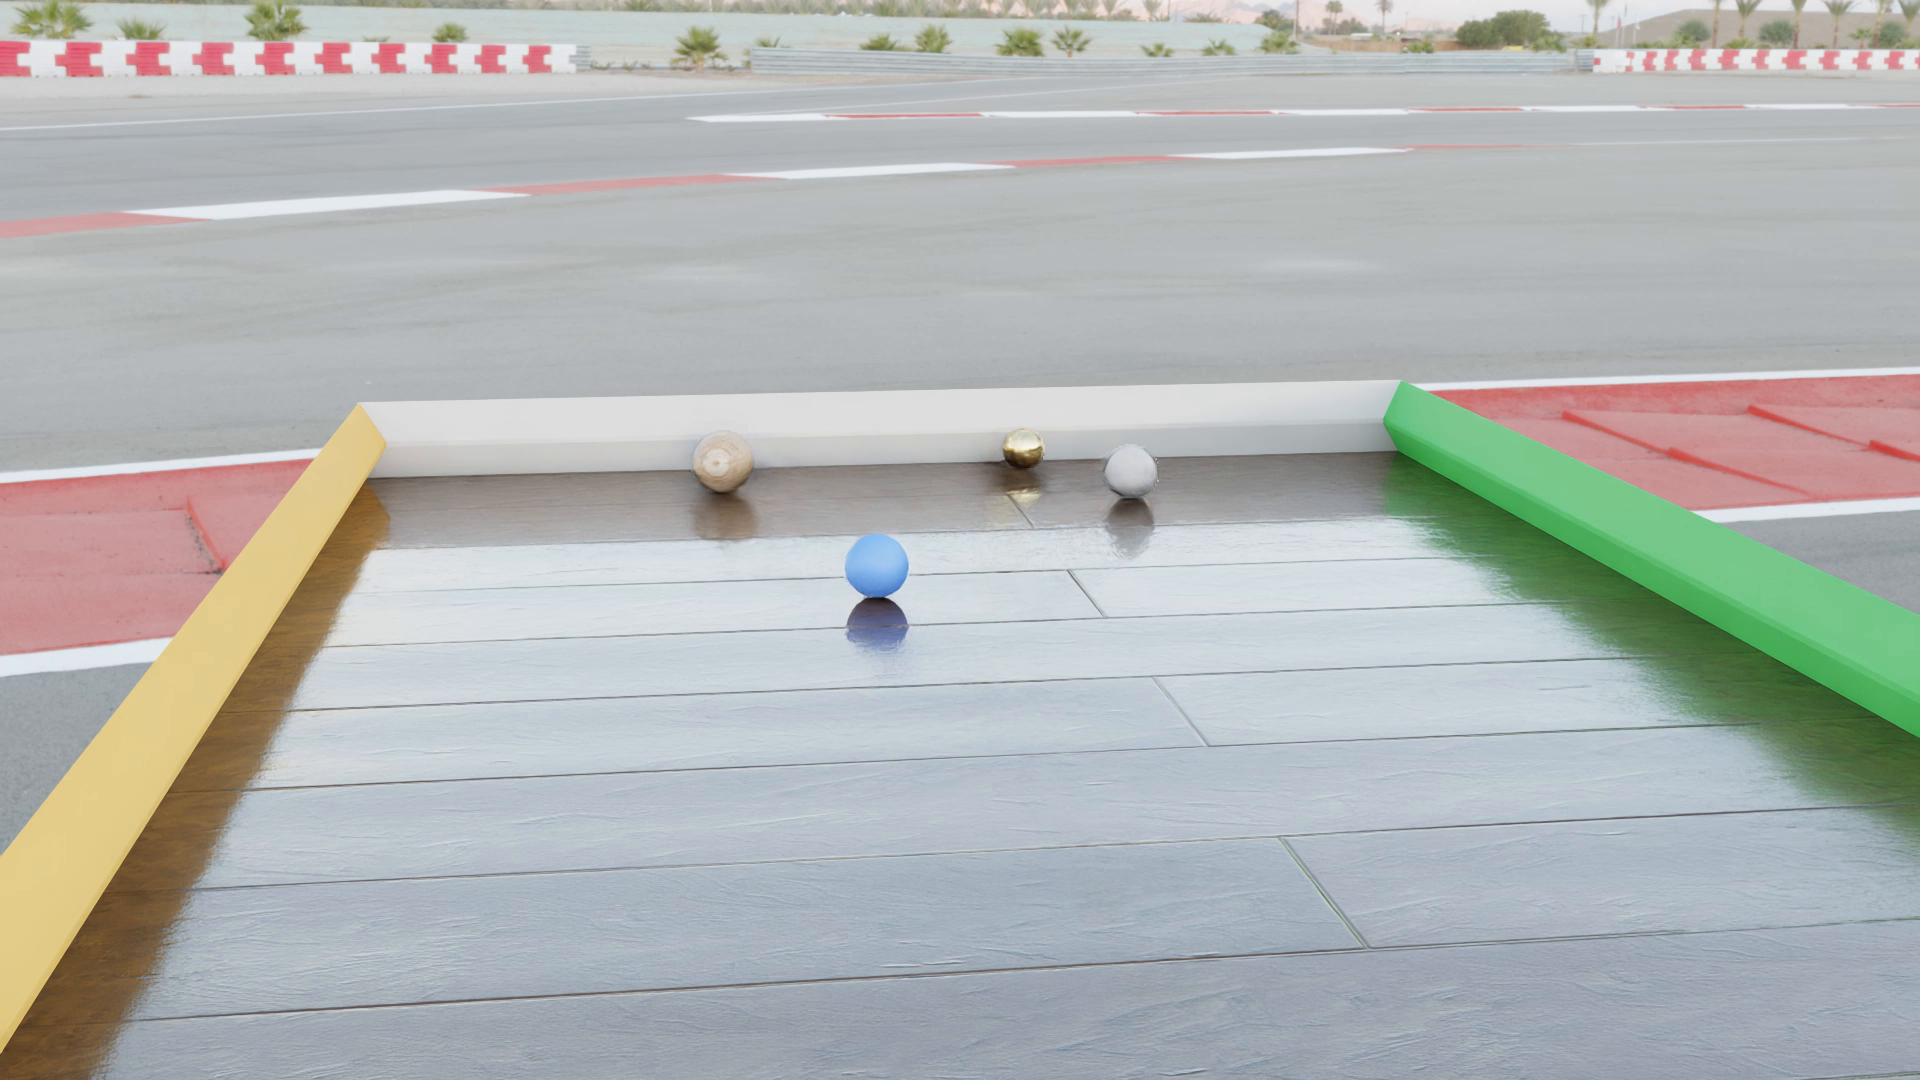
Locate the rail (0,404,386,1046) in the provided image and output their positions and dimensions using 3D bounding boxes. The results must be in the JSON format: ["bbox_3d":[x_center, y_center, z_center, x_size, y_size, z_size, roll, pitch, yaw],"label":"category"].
[{"bbox_3d":[-0.723,0.174,2.040,0.045,0.120,3.018,-2,13,-8],"label":"rail"}]

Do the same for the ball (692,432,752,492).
[{"bbox_3d":[-0.365,-0.120,3.388,0.092,0.092,0.092,0,13,0],"label":"ball"}]

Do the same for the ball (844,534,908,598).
[{"bbox_3d":[-0.105,0.033,2.749,0.080,0.080,0.080,0,13,0],"label":"ball"}]

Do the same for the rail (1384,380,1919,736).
[{"bbox_3d":[0.930,0.122,2.263,0.045,0.120,3.018,-2,13,-8],"label":"rail"}]

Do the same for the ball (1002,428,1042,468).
[{"bbox_3d":[0.102,-0.149,3.576,0.065,0.065,0.065,0,13,0],"label":"ball"}]

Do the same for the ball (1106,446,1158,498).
[{"bbox_3d":[0.261,-0.103,3.345,0.078,0.078,0.078,0,13,0],"label":"ball"}]

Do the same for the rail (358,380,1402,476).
[{"bbox_3d":[-0.100,-0.180,3.586,1.716,0.120,0.045,-2,13,-8],"label":"rail"}]
